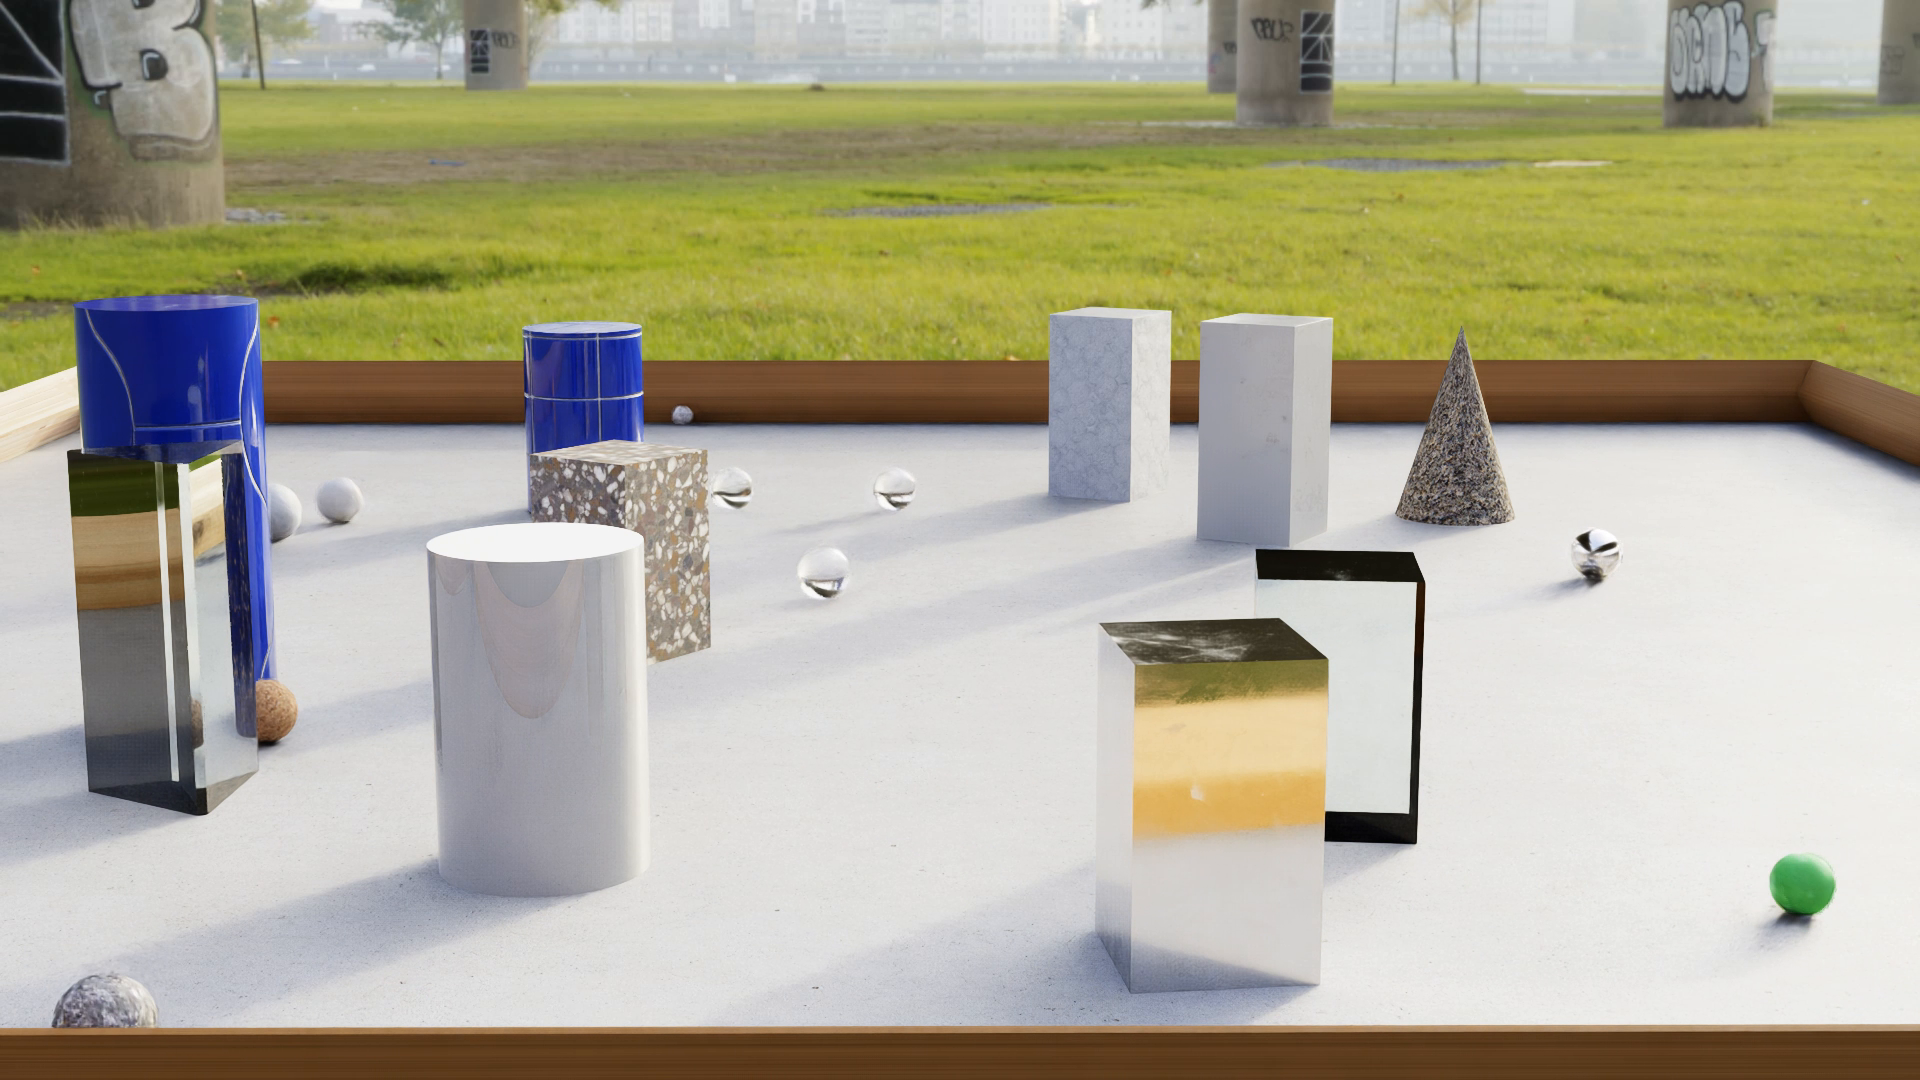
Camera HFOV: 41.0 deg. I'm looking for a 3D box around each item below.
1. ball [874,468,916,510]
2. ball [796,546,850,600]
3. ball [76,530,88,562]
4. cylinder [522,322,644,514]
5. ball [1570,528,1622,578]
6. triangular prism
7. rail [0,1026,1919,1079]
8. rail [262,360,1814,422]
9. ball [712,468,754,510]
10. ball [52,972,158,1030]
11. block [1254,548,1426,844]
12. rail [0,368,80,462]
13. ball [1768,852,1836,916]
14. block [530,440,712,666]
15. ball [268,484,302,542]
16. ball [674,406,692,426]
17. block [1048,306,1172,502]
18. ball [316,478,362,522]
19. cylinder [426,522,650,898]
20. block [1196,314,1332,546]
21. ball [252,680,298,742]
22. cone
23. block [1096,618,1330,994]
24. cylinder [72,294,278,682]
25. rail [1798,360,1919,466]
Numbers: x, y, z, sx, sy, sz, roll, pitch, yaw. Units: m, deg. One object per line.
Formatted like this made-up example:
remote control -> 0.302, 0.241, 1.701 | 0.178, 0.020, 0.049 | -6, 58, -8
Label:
ball -> -0.107, -0.083, 4.226 | 0.071, 0.071, 0.071 | 0, 11, 0
ball -> -0.188, 0.045, 3.525 | 0.075, 0.075, 0.075 | 0, 11, 0
ball -> -1.281, 0.008, 3.793 | 0.050, 0.050, 0.050 | 0, 11, 0
cylinder -> -0.617, -0.199, 4.216 | 0.193, 0.302, 0.193 | 0, 11, 0
ball -> 0.910, 0.020, 3.670 | 0.072, 0.072, 0.072 | 0, 11, 0
triangular prism -> -0.774, 0.080, 2.589 | 0.167, 0.349, 0.145 | 7, 12, 32
rail -> 0.011, 0.366, 1.654 | 3.531, 0.126, 0.045 | 0, 11, 0
rail -> -0.011, -0.301, 5.245 | 3.531, 0.126, 0.045 | 0, 11, 0
ball -> -0.375, -0.085, 4.239 | 0.069, 0.069, 0.069 | 0, 11, 0
ball -> -0.623, 0.353, 1.871 | 0.074, 0.074, 0.074 | 0, 11, 0
block -> 0.362, 0.148, 2.485 | 0.155, 0.252, 0.155 | 1, 11, 5
rail -> -1.742, 0.034, 3.439 | 0.045, 0.126, 3.700 | 0, 11, 0
ball -> 0.729, 0.298, 2.220 | 0.055, 0.055, 0.055 | 0, 11, 0
block -> -0.422, 0.015, 3.199 | 0.155, 0.253, 0.155 | 7, 13, 34
ball -> -1.061, -0.043, 3.960 | 0.089, 0.089, 0.089 | 0, 11, 0
ball -> -0.565, -0.254, 5.231 | 0.040, 0.040, 0.040 | 0, 11, 0
block -> 0.256, -0.235, 4.390 | 0.155, 0.309, 0.155 | 6, 12, 29
ball -> -0.996, -0.064, 4.120 | 0.073, 0.073, 0.073 | 0, 11, 0
cylinder -> -0.382, 0.150, 2.337 | 0.193, 0.302, 0.193 | 0, 11, 0
block -> 0.474, -0.174, 3.988 | 0.155, 0.337, 0.155 | 6, 12, 29
ball -> -0.754, 0.186, 2.787 | 0.068, 0.068, 0.068 | 0, 11, 0
cone -> 0.809, -0.194, 4.161 | 0.193, 0.313, 0.193 | 0, 11, 0
block -> 0.202, 0.213, 2.095 | 0.155, 0.268, 0.155 | -1, 11, -7
cylinder -> -0.860, -0.026, 2.824 | 0.193, 0.471, 0.193 | 0, 11, 0
rail -> 1.742, 0.030, 3.459 | 0.045, 0.126, 3.700 | 0, 11, 0
